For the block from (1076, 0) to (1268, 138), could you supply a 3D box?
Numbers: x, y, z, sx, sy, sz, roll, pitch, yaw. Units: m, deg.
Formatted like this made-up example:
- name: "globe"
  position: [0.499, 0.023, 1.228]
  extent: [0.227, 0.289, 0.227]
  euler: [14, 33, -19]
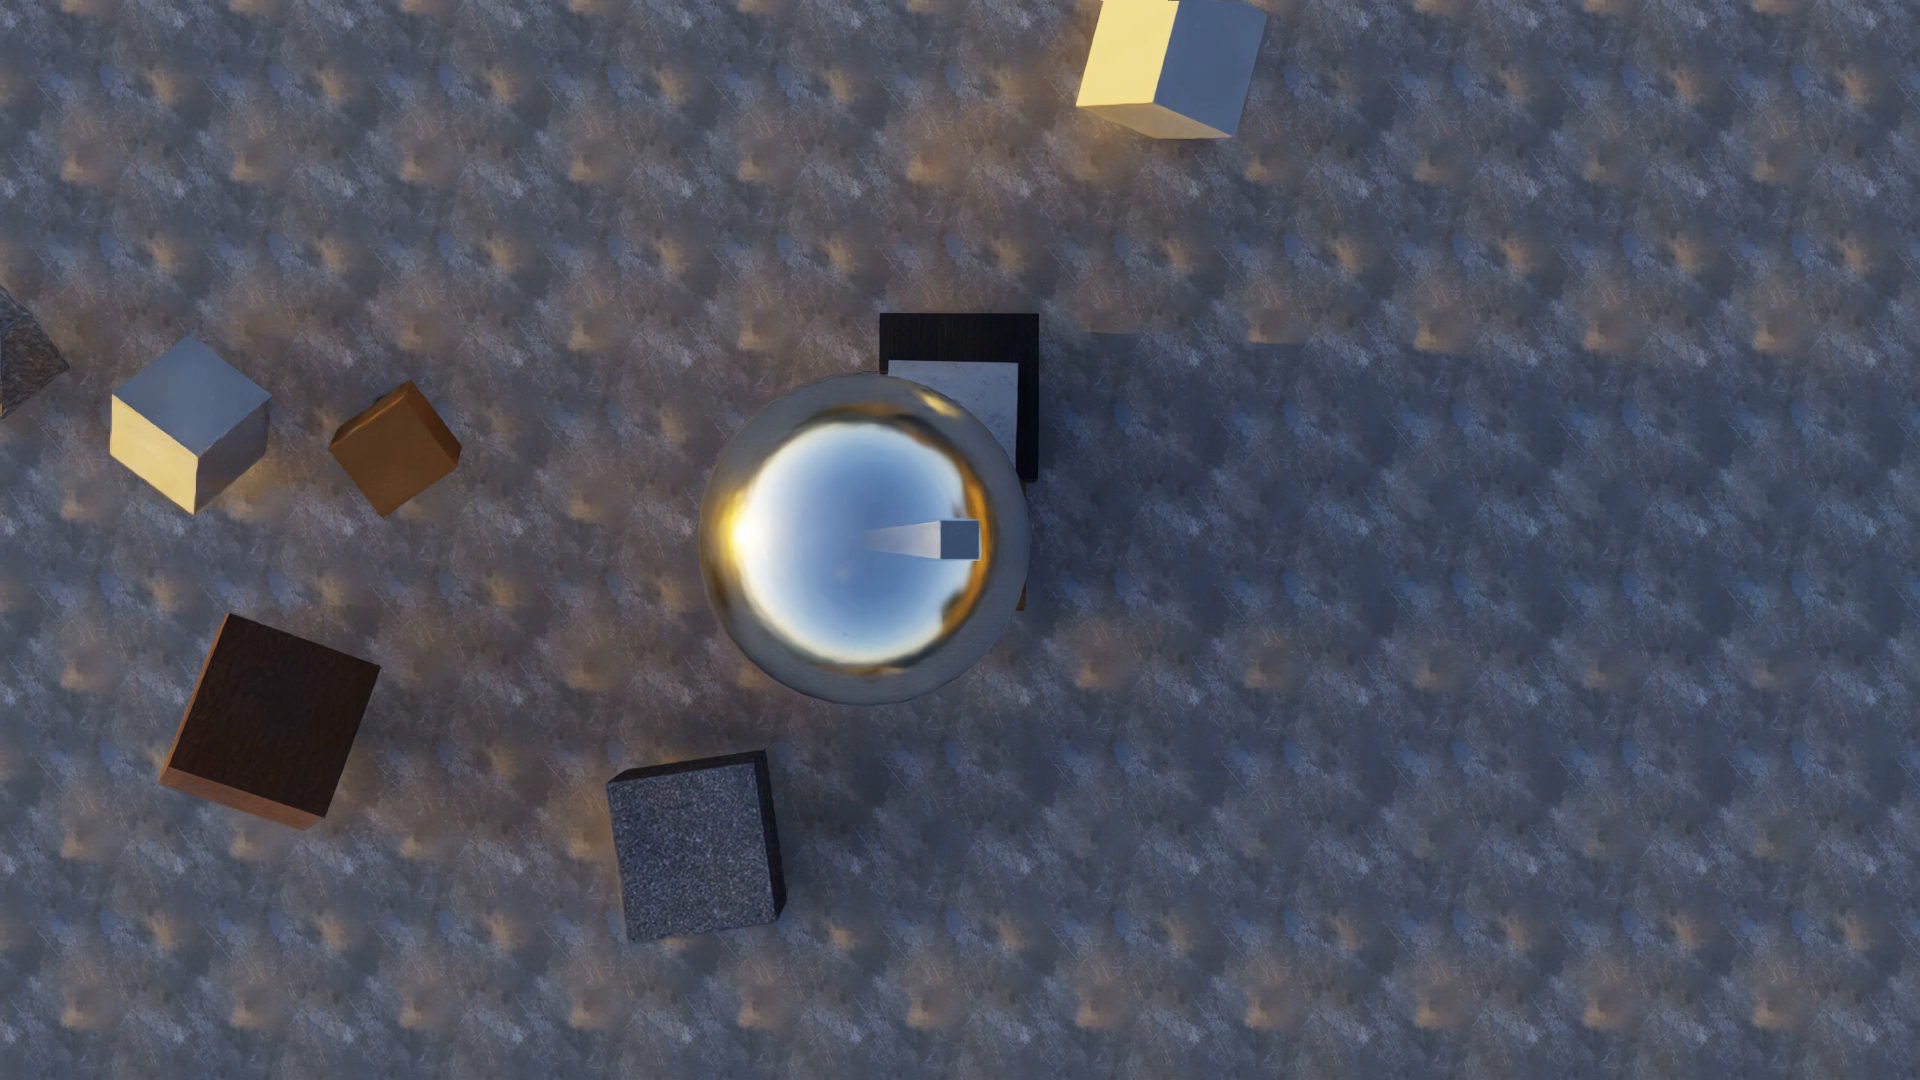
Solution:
- name: "block"
  position: [1.200, -2.732, 12.526]
  extent: [0.610, 0.733, 0.717]
  euler: [15, 90, -33]

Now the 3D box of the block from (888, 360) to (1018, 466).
- name: "block"
  position: [-0.041, -0.578, 11.763]
  extent: [0.671, 0.717, 0.695]
  euler: [1, 90, 0]

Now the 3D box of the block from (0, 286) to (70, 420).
- name: "block"
  position: [-5.566, -1.103, 12.529]
  extent: [0.517, 0.563, 0.567]
  euler: [39, 70, 20]

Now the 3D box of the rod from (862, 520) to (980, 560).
- name: "rod"
  position: [-0.198, 0.000, 7.161]
  extent: [0.080, 5.200, 0.080]
  euler: [0, 90, -4]

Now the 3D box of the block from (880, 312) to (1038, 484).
- name: "block"
  position: [-0.005, -0.793, 12.561]
  extent: [0.879, 0.878, 0.914]
  euler: [0, 90, 0]

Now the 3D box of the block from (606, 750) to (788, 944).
- name: "block"
  position: [-1.495, 1.741, 12.613]
  extent: [0.830, 0.773, 0.900]
  euler: [-8, 90, 0]

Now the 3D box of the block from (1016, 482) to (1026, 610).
- name: "block"
  position: [0.004, 0.031, 12.709]
  extent: [0.727, 0.581, 0.729]
  euler: [0, 90, 0]

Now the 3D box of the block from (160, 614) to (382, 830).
- name: "block"
  position: [-3.871, 1.038, 12.313]
  extent: [0.853, 0.940, 0.880]
  euler: [22, 71, -17]

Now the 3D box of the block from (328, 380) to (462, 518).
- name: "block"
  position: [-3.175, -0.520, 12.392]
  extent: [0.504, 0.501, 0.483]
  euler: [-34, 109, 1]

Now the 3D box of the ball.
- name: "ball"
  position: [-0.456, 0.000, 10.551]
  extent: [1.600, 1.600, 1.600]
  euler: [0, 90, 0]

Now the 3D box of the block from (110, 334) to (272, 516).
- name: "block"
  position: [-4.377, -0.654, 12.517]
  extent: [0.606, 0.582, 0.595]
  euler: [36, 51, 5]
